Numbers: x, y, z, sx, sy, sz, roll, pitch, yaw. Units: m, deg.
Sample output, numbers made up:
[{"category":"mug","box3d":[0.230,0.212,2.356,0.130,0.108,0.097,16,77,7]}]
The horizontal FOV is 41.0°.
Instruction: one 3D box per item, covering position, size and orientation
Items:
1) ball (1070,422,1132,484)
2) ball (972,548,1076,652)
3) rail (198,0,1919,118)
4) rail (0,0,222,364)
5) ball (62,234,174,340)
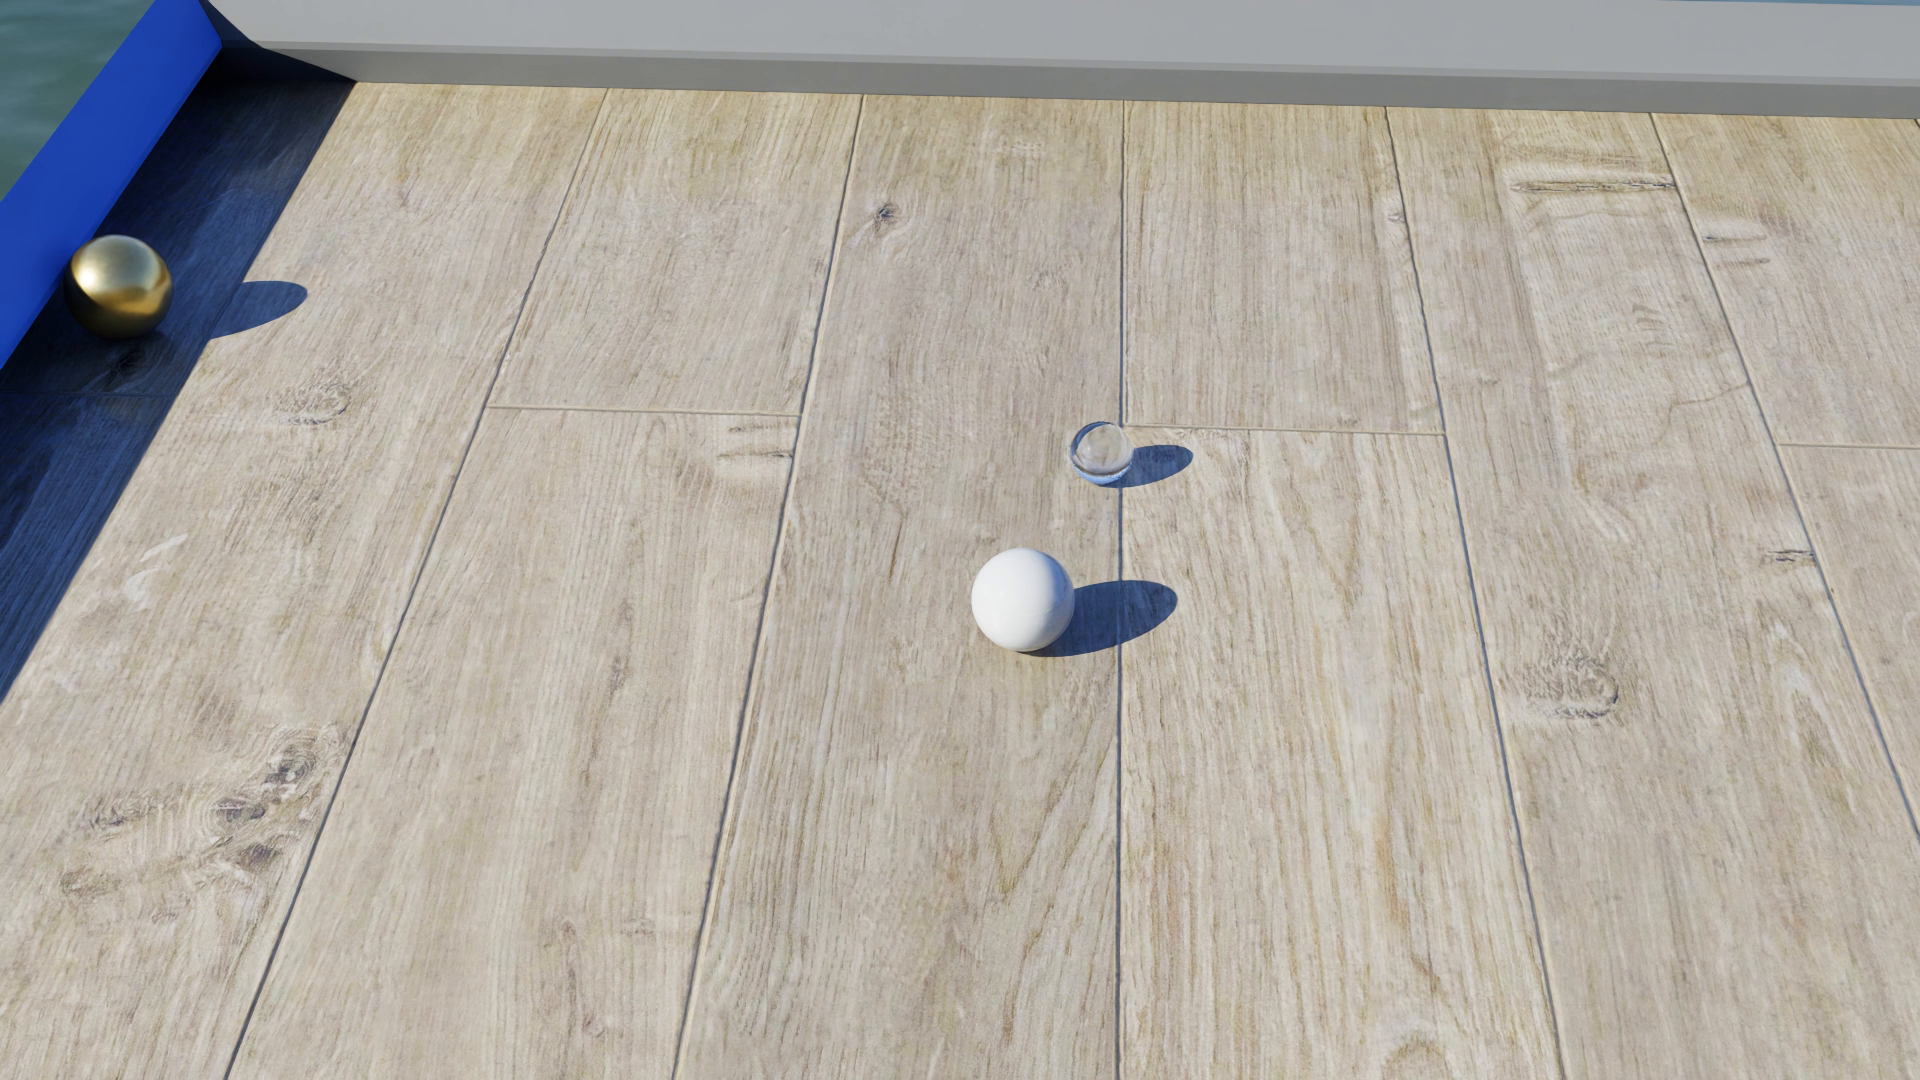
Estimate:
[{"category":"ball","box3d":[0.106,-0.065,1.920,0.047,0.047,0.047,0,35,0]},{"category":"ball","box3d":[0.043,0.041,1.749,0.071,0.071,0.071,0,35,0]},{"category":"rail","box3d":[0.829,-0.436,2.386,3.154,0.112,0.045,2,35,3]},{"category":"rail","box3d":[-0.764,-0.043,1.830,0.045,0.112,1.580,2,35,3]},{"category":"ball","box3d":[-0.683,-0.205,2.084,0.086,0.086,0.086,0,35,0]}]
